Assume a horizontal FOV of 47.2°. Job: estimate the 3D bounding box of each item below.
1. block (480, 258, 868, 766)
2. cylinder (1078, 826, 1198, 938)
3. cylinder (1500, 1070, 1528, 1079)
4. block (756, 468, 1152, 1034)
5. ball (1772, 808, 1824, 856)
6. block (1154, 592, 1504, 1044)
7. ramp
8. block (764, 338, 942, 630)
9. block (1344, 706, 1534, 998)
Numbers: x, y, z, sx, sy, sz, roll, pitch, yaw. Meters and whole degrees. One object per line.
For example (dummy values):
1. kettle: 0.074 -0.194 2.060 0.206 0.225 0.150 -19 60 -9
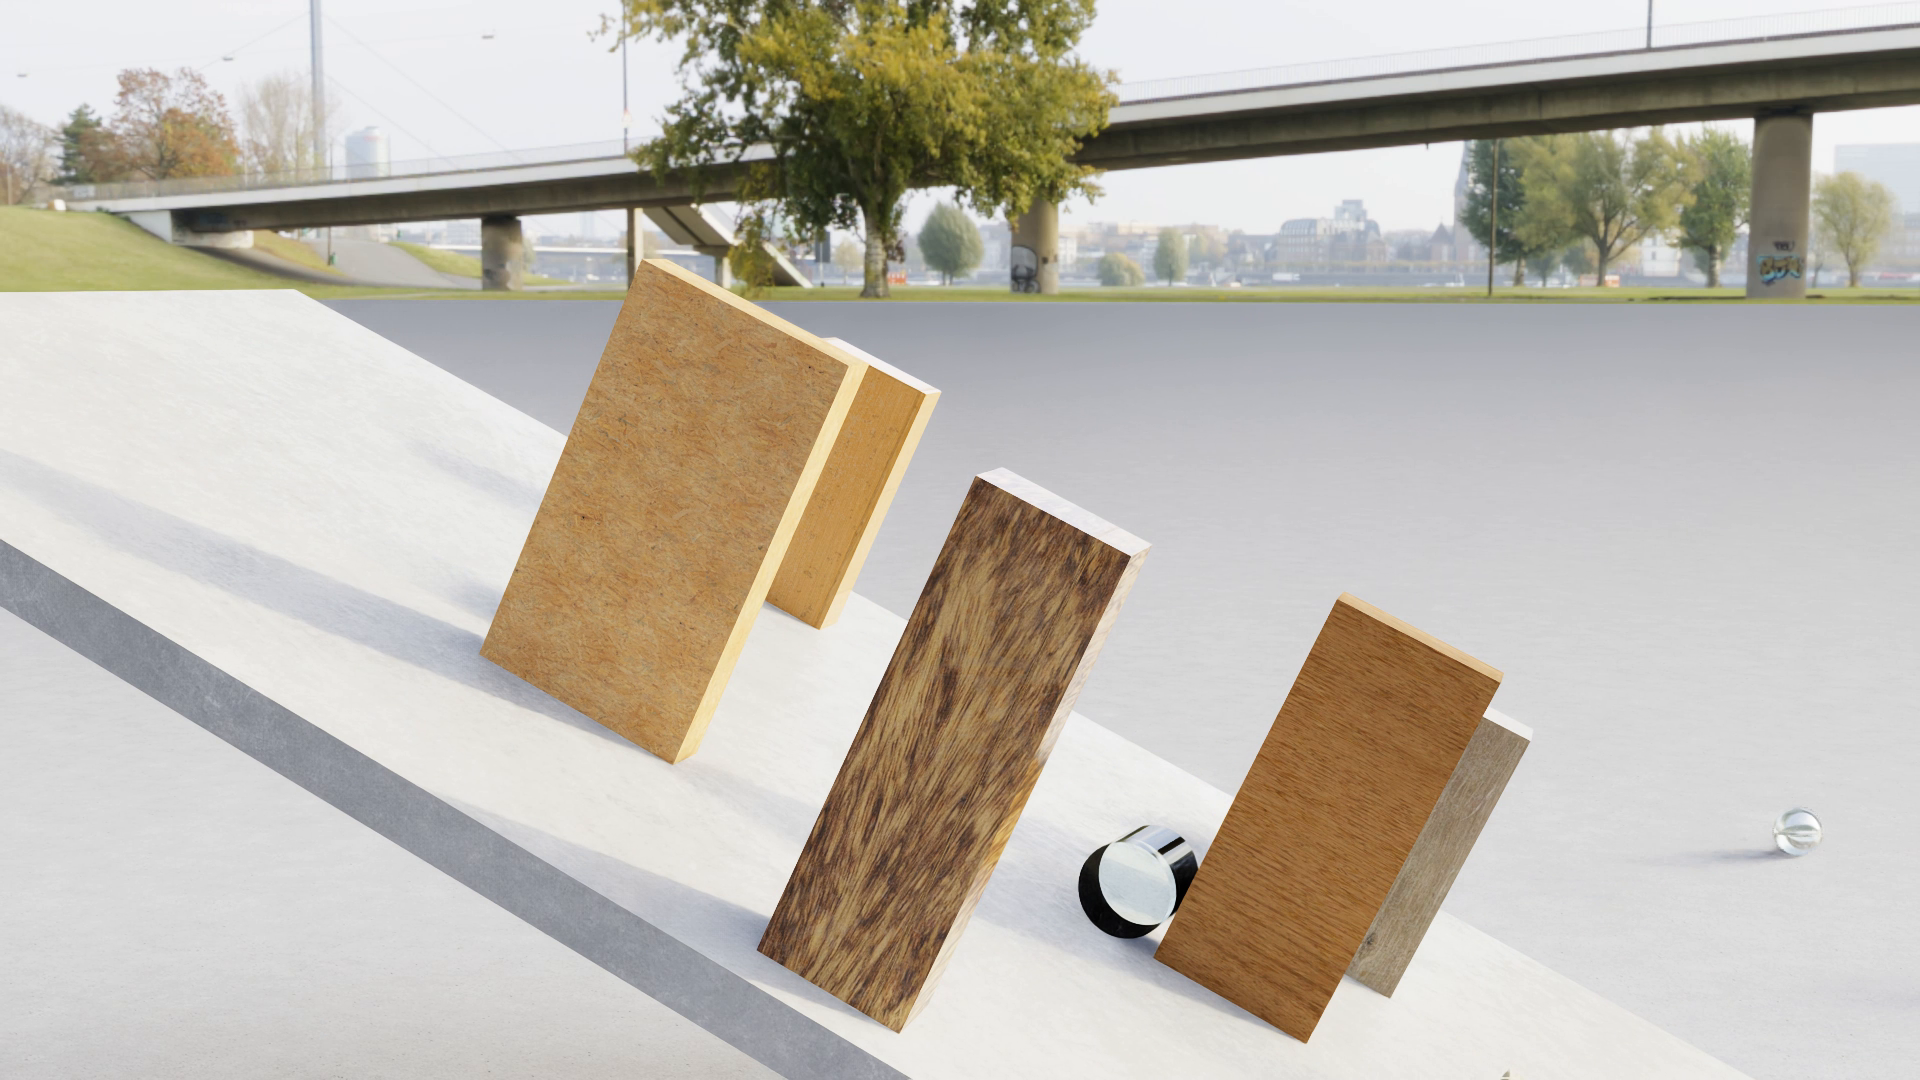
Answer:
1. block: -0.496 -0.048 3.761 0.406 0.758 0.098 28 14 12
2. cylinder: 0.322 0.613 3.957 0.172 0.172 0.172 3 5 23
3. cylinder: 0.935 0.991 3.564 0.190 0.190 0.190 28 14 12
4. block: -0.013 0.307 3.199 0.247 0.790 0.137 28 14 12
5. ball: 2.675 0.931 7.021 0.151 0.151 0.151 0 7 0
6. block: 0.634 0.482 3.813 0.302 0.724 0.097 28 14 12
7. ramp: -0.260 0.441 4.168 4.000 0.100 2.000 28 14 12
8. block: -0.289 -0.124 4.811 0.269 0.574 0.108 28 14 12
9. block: 0.833 0.554 4.218 0.282 0.573 0.108 28 14 12
